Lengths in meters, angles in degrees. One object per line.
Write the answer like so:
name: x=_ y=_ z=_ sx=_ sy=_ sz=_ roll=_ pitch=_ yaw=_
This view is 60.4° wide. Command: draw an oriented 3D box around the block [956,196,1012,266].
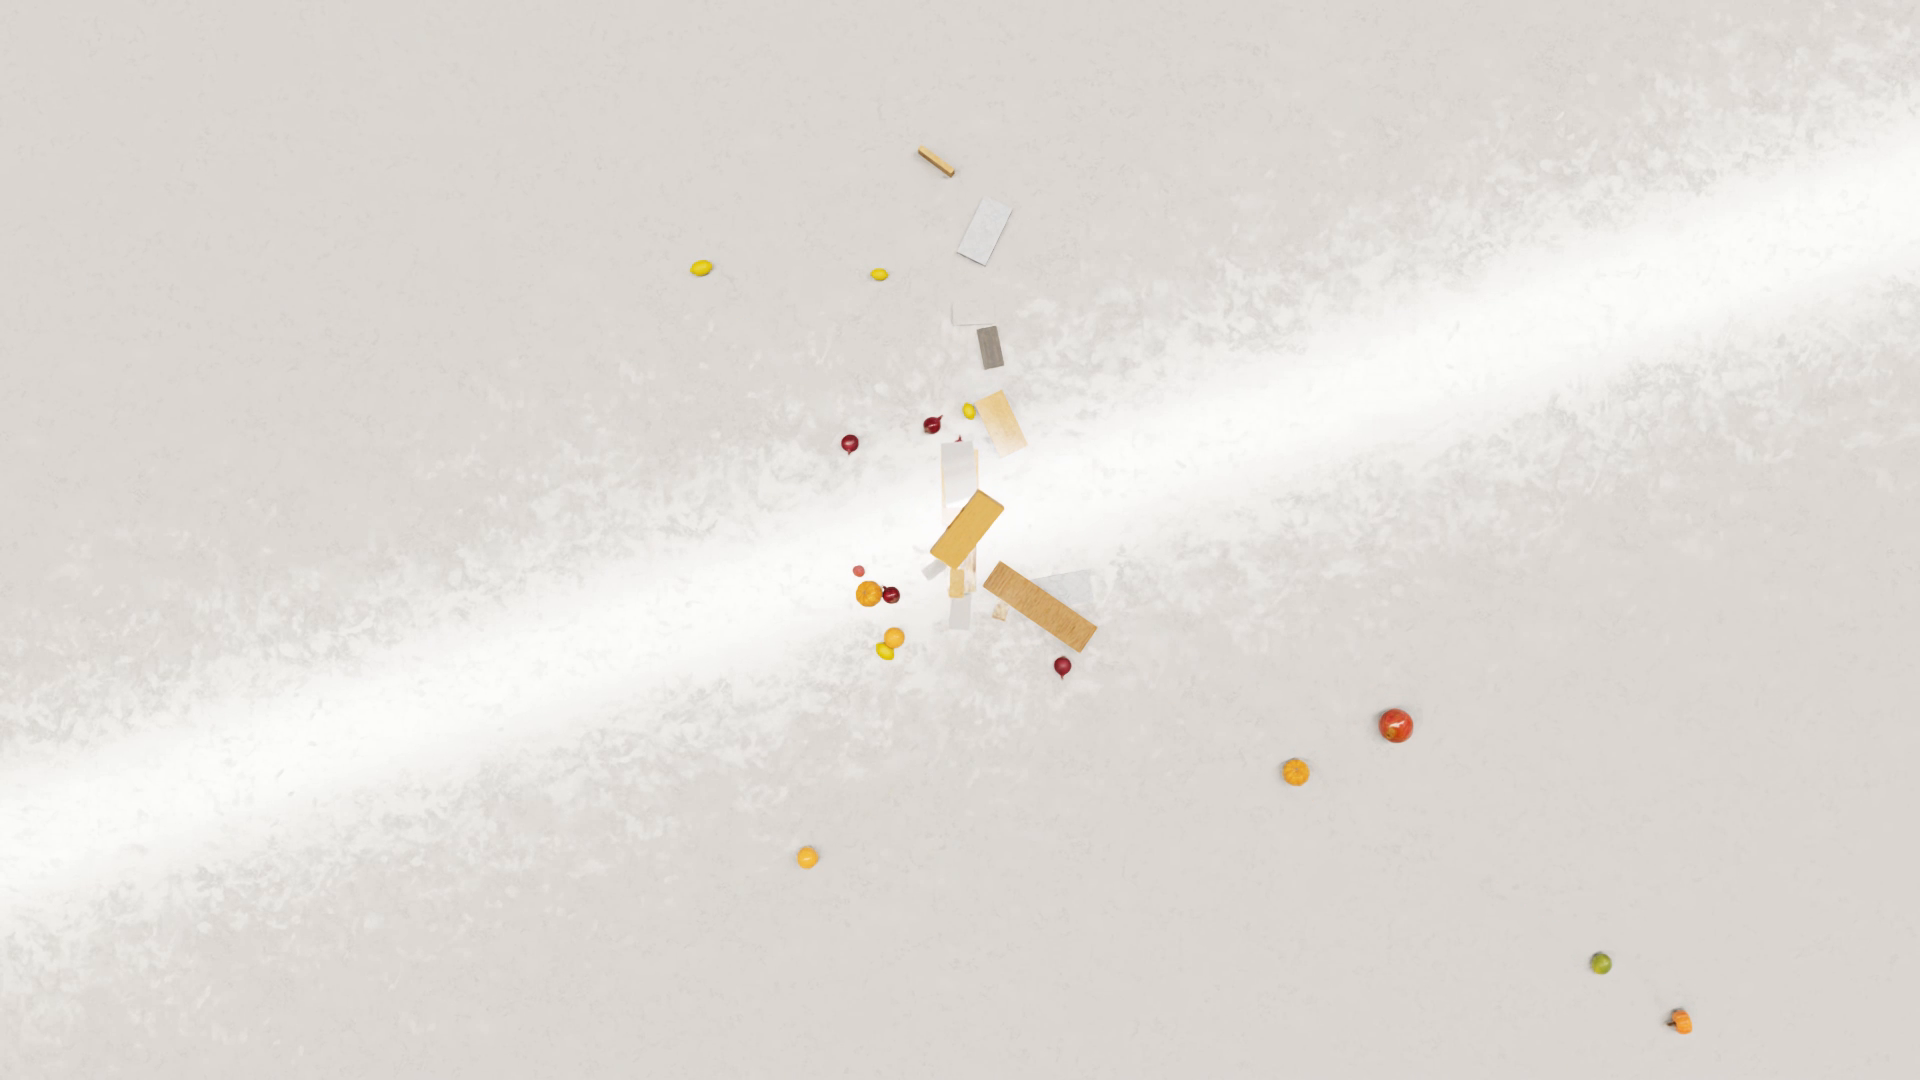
block: x=0.083 y=-1.027 z=5.485 sx=0.104 sy=0.030 sz=0.209 roll=26 pitch=90 yaw=0

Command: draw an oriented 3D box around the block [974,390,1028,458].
block: x=0.137 y=-0.385 z=5.486 sx=0.102 sy=0.029 sz=0.204 roll=-25 pitch=90 yaw=0

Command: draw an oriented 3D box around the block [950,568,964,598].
block: x=-0.010 y=0.139 z=5.273 sx=0.046 sy=0.013 sz=0.093 roll=2 pitch=90 yaw=0

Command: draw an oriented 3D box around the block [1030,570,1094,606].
block: x=0.333 y=0.168 z=5.485 sx=0.209 sy=0.030 sz=0.104 roll=-10 pitch=90 yaw=0

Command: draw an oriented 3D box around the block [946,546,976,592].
block: x=0.006 y=0.071 z=5.293 sx=0.096 sy=0.027 sz=0.192 roll=1 pitch=90 yaw=0

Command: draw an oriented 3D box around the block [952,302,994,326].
block: x=0.045 y=-0.751 z=5.490 sx=0.136 sy=0.019 sz=0.068 roll=-2 pitch=90 yaw=0

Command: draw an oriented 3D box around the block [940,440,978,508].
block: x=-0.001 y=-0.207 z=5.211 sx=0.102 sy=0.029 sz=0.204 roll=-6 pitch=90 yaw=0

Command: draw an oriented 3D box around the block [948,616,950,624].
block: x=-0.004 y=0.266 z=5.433 sx=0.067 sy=0.133 sz=0.019 roll=0 pitch=90 yaw=0

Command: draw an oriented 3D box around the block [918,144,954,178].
block: x=-0.079 y=-1.255 z=5.466 sx=0.136 sy=0.068 sz=0.019 roll=37 pitch=90 yaw=0

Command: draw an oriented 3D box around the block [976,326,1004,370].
block: x=0.101 y=-0.640 z=5.490 sx=0.068 sy=0.019 sz=0.136 roll=-11 pitch=90 yaw=0

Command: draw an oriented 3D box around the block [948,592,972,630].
block: x=0.002 y=0.225 z=5.357 sx=0.067 sy=0.019 sz=0.133 roll=4 pitch=90 yaw=0

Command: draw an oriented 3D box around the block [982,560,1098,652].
block: x=0.264 y=0.221 z=5.456 sx=0.392 sy=0.030 sz=0.104 roll=34 pitch=90 yaw=0

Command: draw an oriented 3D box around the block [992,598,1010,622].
block: x=0.141 y=0.221 z=5.493 sx=0.046 sy=0.013 sz=0.093 roll=17 pitch=90 yaw=0

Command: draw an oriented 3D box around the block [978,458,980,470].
block: x=0.002 y=-0.247 z=5.380 sx=0.120 sy=0.240 sz=0.034 roll=0 pitch=90 yaw=0

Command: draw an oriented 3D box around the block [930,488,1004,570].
block: x=0.022 y=-0.032 z=5.213 sx=0.102 sy=0.029 sz=0.260 roll=33 pitch=108 yaw=-16

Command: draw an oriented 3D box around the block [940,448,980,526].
block: x=0.001 y=-0.168 z=5.242 sx=0.120 sy=0.034 sz=0.240 roll=-1 pitch=90 yaw=0

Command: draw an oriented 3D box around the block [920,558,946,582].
block: x=-0.082 y=0.093 z=5.493 sx=0.093 sy=0.013 sz=0.046 roll=-37 pitch=91 yaw=0

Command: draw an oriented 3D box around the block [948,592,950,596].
block: x=-0.005 y=0.176 z=5.433 sx=0.067 sy=0.133 sz=0.019 roll=0 pitch=90 yaw=0
